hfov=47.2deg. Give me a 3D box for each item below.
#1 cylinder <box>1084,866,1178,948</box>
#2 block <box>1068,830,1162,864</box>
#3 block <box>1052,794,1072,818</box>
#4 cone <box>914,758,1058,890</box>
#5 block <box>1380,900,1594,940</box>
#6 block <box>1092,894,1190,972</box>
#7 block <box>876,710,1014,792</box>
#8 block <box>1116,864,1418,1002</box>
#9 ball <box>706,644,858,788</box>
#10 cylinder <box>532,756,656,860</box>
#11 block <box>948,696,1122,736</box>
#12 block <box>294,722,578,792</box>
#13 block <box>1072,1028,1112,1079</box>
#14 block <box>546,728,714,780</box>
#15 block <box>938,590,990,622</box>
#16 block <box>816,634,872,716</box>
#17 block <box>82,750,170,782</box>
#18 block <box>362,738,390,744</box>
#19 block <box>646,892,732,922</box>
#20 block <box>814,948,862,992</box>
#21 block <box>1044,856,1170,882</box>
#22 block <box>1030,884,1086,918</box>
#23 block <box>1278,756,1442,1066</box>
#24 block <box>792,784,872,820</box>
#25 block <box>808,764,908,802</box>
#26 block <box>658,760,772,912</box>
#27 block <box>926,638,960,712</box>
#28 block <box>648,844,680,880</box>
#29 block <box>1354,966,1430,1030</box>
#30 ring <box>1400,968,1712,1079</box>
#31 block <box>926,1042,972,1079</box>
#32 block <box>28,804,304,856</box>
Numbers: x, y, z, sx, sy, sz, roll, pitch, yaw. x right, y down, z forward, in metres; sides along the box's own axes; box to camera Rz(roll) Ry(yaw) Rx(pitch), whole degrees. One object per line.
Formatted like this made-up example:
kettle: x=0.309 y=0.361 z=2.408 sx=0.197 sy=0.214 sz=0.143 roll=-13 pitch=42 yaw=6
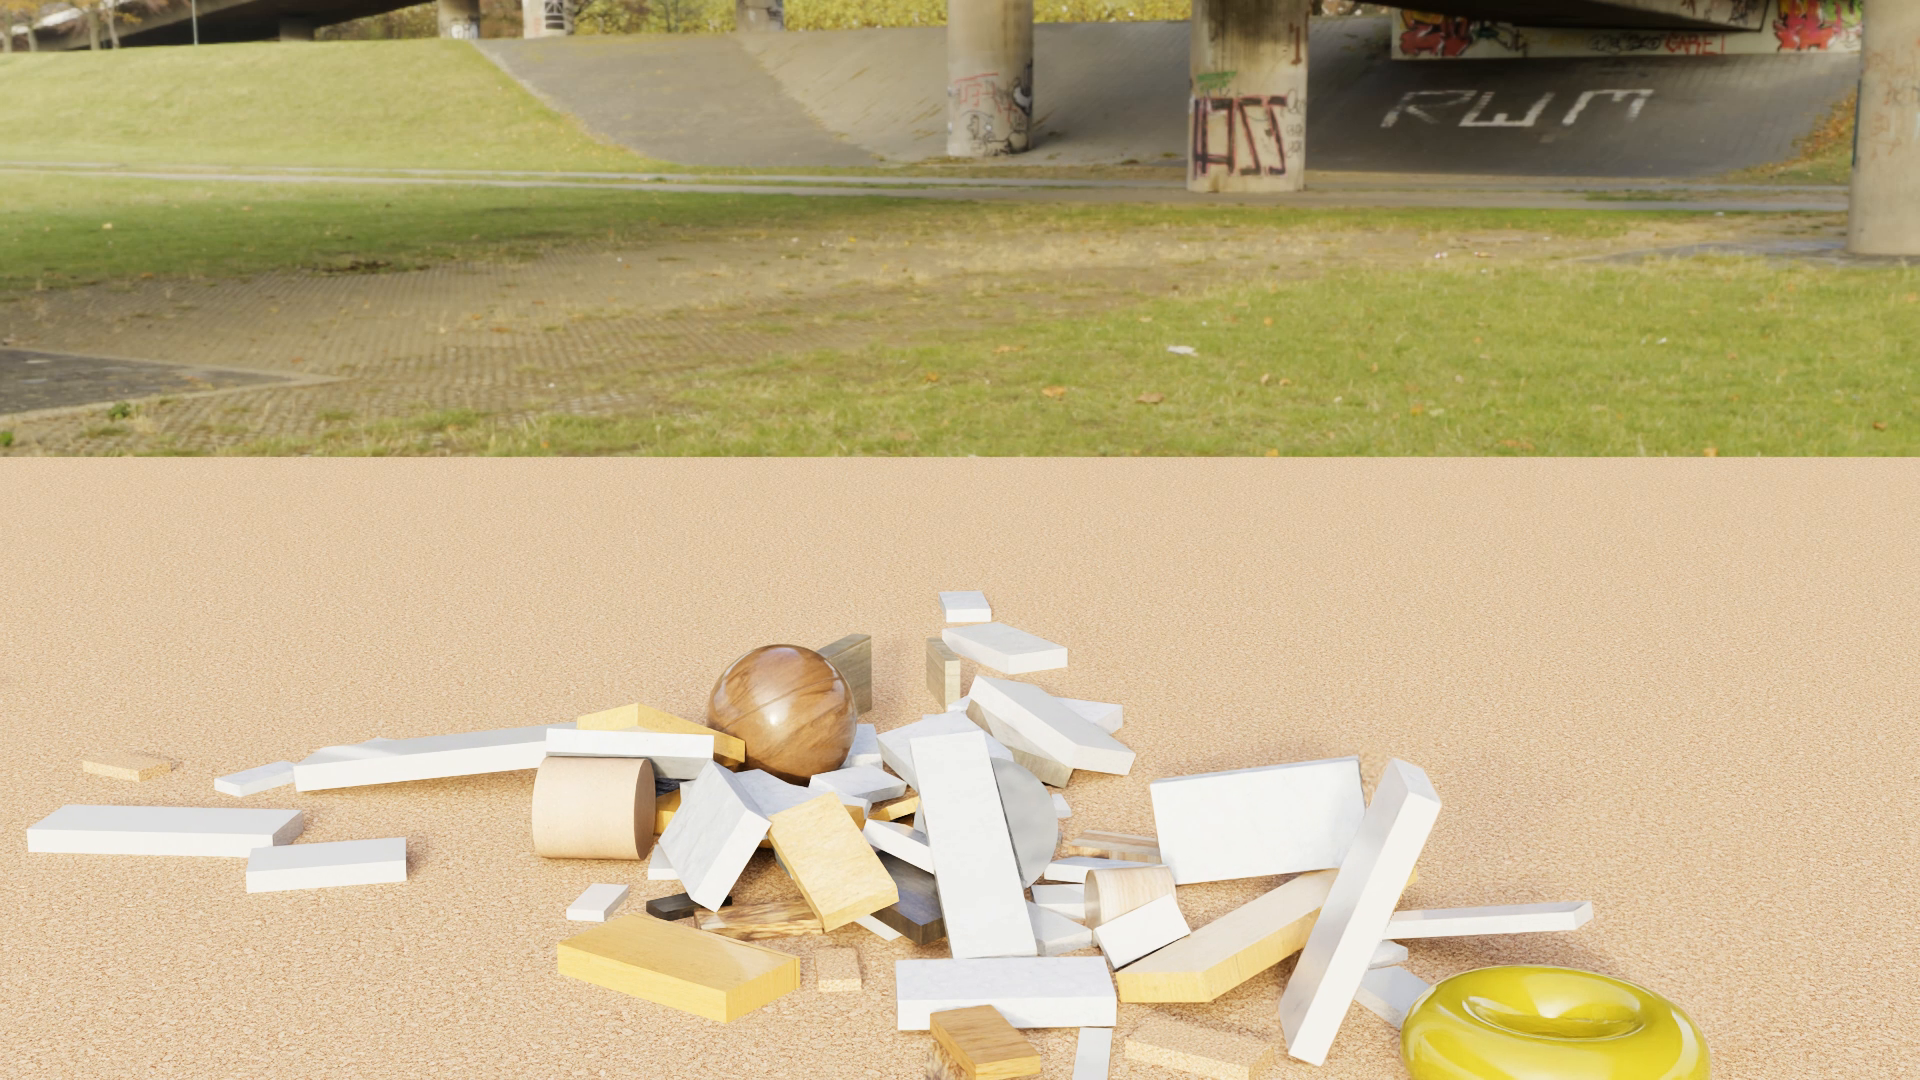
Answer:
cylinder: x=0.266 y=0.572 z=3.437 sx=0.120 sy=0.120 sz=0.120 roll=-2 pitch=11 yaw=-9
block: x=0.295 y=0.544 z=3.845 sx=0.190 sy=0.027 sz=0.095 roll=4 pitch=11 yaw=22
block: x=0.174 y=0.499 z=4.122 sx=0.050 sy=0.014 sz=0.101 roll=-1 pitch=11 yaw=-8
cone: x=0.052 y=0.514 z=3.782 sx=0.242 sy=0.242 sz=0.242 roll=1 pitch=-16 yaw=5
block: x=0.767 y=0.583 z=3.363 sx=0.378 sy=0.026 sz=0.091 roll=-10 pitch=-3 yaw=32
block: x=0.277 y=0.597 z=3.350 sx=0.134 sy=0.067 sz=0.019 roll=-22 pitch=-18 yaw=-18
block: x=-0.030 y=0.412 z=4.207 sx=0.173 sy=0.049 sz=0.346 roll=-17 pitch=14 yaw=-14
block: x=0.491 y=0.596 z=3.414 sx=0.153 sy=0.043 sz=0.652 roll=-10 pitch=2 yaw=39
ball: x=-0.341 y=0.343 z=4.205 sx=0.290 sy=0.290 sz=0.290 roll=0 pitch=11 yaw=0
cylinder: x=-0.637 y=0.469 z=3.841 sx=0.176 sy=0.176 sz=0.176 roll=1 pitch=11 yaw=4
block: x=0.161 y=0.376 z=4.694 sx=0.334 sy=0.047 sz=0.167 roll=5 pitch=12 yaw=26
block: x=-0.943 y=0.412 z=4.266 sx=0.650 sy=0.049 sz=0.173 roll=-6 pitch=6 yaw=2
block: x=0.166 y=0.732 z=2.868 sx=0.045 sy=0.013 sz=0.451 roll=1 pitch=11 yaw=6
block: x=-0.592 y=0.384 z=3.933 sx=0.291 sy=0.041 sz=0.145 roll=3 pitch=-22 yaw=-9
block: x=0.011 y=0.175 z=5.814 sx=0.115 sy=0.033 sz=0.230 roll=-1 pitch=11 yaw=-6
block: x=-0.280 y=0.317 z=4.683 sx=0.047 sy=0.167 sz=0.334 roll=4 pitch=11 yaw=22
block: x=-1.655 y=0.449 z=4.367 sx=0.158 sy=0.022 sz=0.079 roll=6 pitch=12 yaw=28
block: x=-1.146 y=0.430 z=4.468 sx=0.158 sy=0.022 sz=0.079 roll=5 pitch=12 yaw=24
block: x=-0.442 y=0.595 z=3.593 sx=0.125 sy=0.018 sz=0.063 roll=-7 pitch=13 yaw=-35
block: x=-0.185 y=0.647 z=3.312 sx=0.063 sy=0.018 sz=0.125 roll=-1 pitch=11 yaw=-7
block: x=0.246 y=0.556 z=3.681 sx=0.190 sy=0.027 sz=0.095 roll=-1 pitch=0 yaw=38
block: x=0.210 y=0.590 z=3.596 sx=0.182 sy=0.026 sz=0.091 roll=-1 pitch=11 yaw=-4
block: x=0.547 y=0.509 z=3.033 sx=0.047 sy=0.402 sz=0.167 roll=22 pitch=11 yaw=-1
block: x=-0.250 y=0.493 z=4.020 sx=0.180 sy=0.065 sz=0.018 roll=7 pitch=-28 yaw=32
block: x=-0.190 y=0.461 z=4.122 sx=0.093 sy=0.026 sz=0.186 roll=23 pitch=14 yaw=30
block: x=-0.411 y=0.486 z=3.653 sx=0.047 sy=0.167 sz=0.334 roll=32 pitch=-2 yaw=-19
block: x=-0.038 y=0.300 z=4.917 sx=0.033 sy=0.115 sz=0.230 roll=-2 pitch=11 yaw=-11
block: x=-0.500 y=0.556 z=3.801 sx=0.065 sy=0.018 sz=0.131 roll=0 pitch=11 yaw=-2
block: x=0.646 y=0.667 z=3.179 sx=0.095 sy=0.027 sz=0.190 roll=-4 pitch=11 yaw=-22
ring: x=0.778 y=0.670 z=2.884 sx=0.396 sy=0.132 sz=0.396 roll=0 pitch=9 yaw=0
block: x=0.000 y=0.716 z=2.920 sx=0.091 sy=0.026 sz=0.182 roll=0 pitch=11 yaw=1
block: x=-1.418 y=0.520 z=3.934 sx=0.443 sy=0.041 sz=0.145 roll=1 pitch=11 yaw=4
